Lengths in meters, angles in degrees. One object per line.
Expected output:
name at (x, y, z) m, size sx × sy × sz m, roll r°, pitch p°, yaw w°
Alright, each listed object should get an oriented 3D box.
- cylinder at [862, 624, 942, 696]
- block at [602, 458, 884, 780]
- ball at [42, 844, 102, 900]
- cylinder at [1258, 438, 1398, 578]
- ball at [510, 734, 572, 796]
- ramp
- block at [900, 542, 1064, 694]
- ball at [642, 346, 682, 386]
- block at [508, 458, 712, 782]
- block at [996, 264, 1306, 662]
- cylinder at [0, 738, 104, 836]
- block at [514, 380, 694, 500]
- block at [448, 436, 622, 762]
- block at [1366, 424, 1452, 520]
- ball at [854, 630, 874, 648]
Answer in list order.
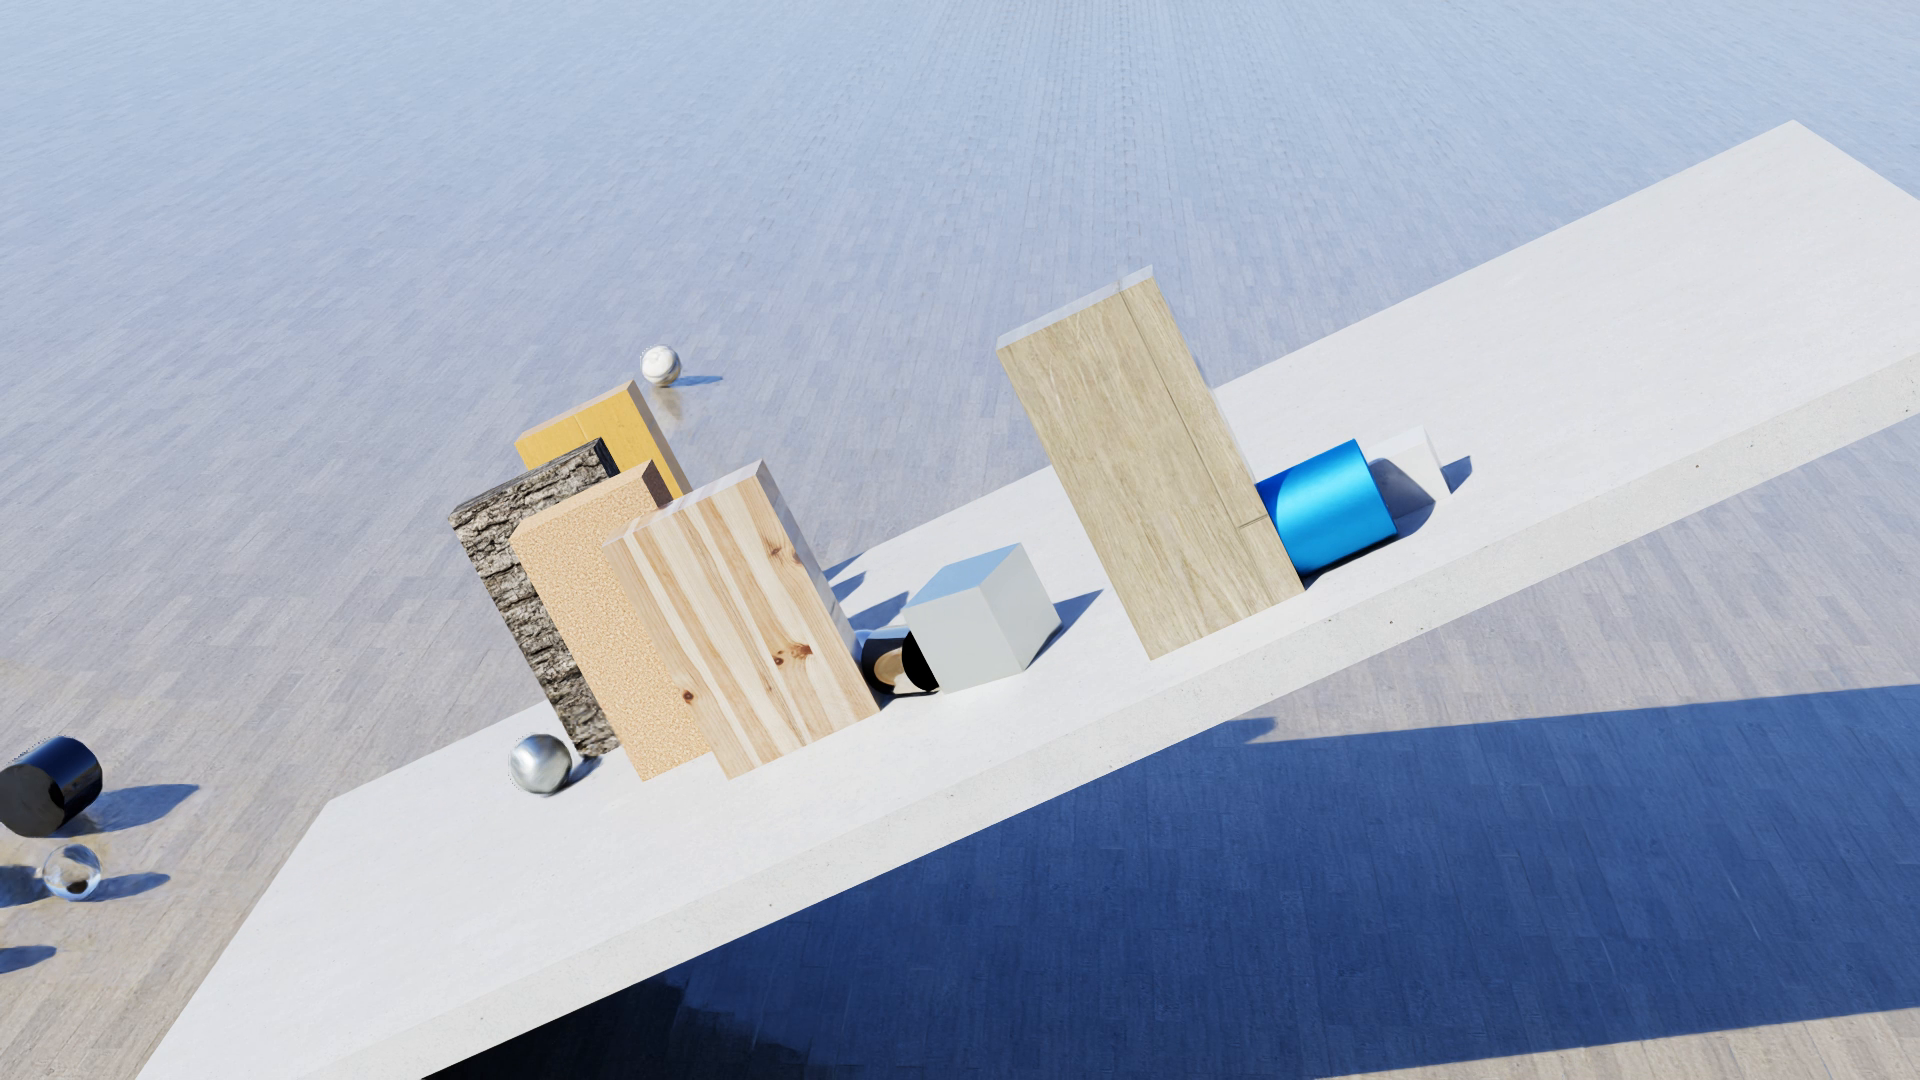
cylinder at (-0.102, 0.240, 5.953) m, size 0.141 × 0.141 × 0.141 m, roll -13°, pitch 2°, yaw -37°
block at (-0.437, 0.164, 5.991) m, size 0.351 × 0.553 × 0.127 m, roll -25°, pitch 14°, yaw 10°
ball at (-2.165, 0.809, 7.172) m, size 0.137 × 0.137 × 0.137 m, roll 0°, pitch 16°, yaw 0°
cylinder at (0.682, -0.059, 5.449) m, size 0.195 × 0.195 × 0.195 m, roll -25°, pitch 14°, yaw 9°
ball at (-0.937, 0.502, 6.583) m, size 0.138 × 0.138 × 0.138 m, roll 0°, pitch 16°, yaw 0°
ramp at (0.138, 0.168, 6.281) m, size 4.000 × 0.100 × 2.000 m, roll -25°, pitch 14°, yaw 10°
block at (0.045, 0.156, 5.861) m, size 0.197 × 0.197 × 0.197 m, roll -18°, pitch 16°, yaw 35°
ball at (-1.253, -0.730, 12.357) m, size 0.167 × 0.167 × 0.167 m, roll 0°, pitch 16°, yaw 0°
block at (-0.670, 0.174, 6.294) m, size 0.319 × 0.602 × 0.149 m, roll -25°, pitch 14°, yaw 10°
block at (0.351, -0.139, 5.396) m, size 0.314 × 0.652 × 0.114 m, roll -25°, pitch 14°, yaw 10°
cylinder at (-2.364, 0.641, 7.624) m, size 0.204 × 0.204 × 0.204 m, roll 4°, pitch 13°, yaw 14°
block at (-0.757, -0.011, 6.991) m, size 0.301 × 0.676 × 0.105 m, roll -25°, pitch 14°, yaw 10°
block at (-0.831, 0.138, 6.649) m, size 0.372 × 0.643 × 0.108 m, roll -25°, pitch 14°, yaw 10°
block at (0.848, -0.129, 5.562) m, size 0.116 × 0.116 × 0.116 m, roll -24°, pitch 14°, yaw 13°
ball at (-0.199, 0.249, 6.137) m, size 0.126 × 0.126 × 0.126 m, roll 0°, pitch 16°, yaw 0°
